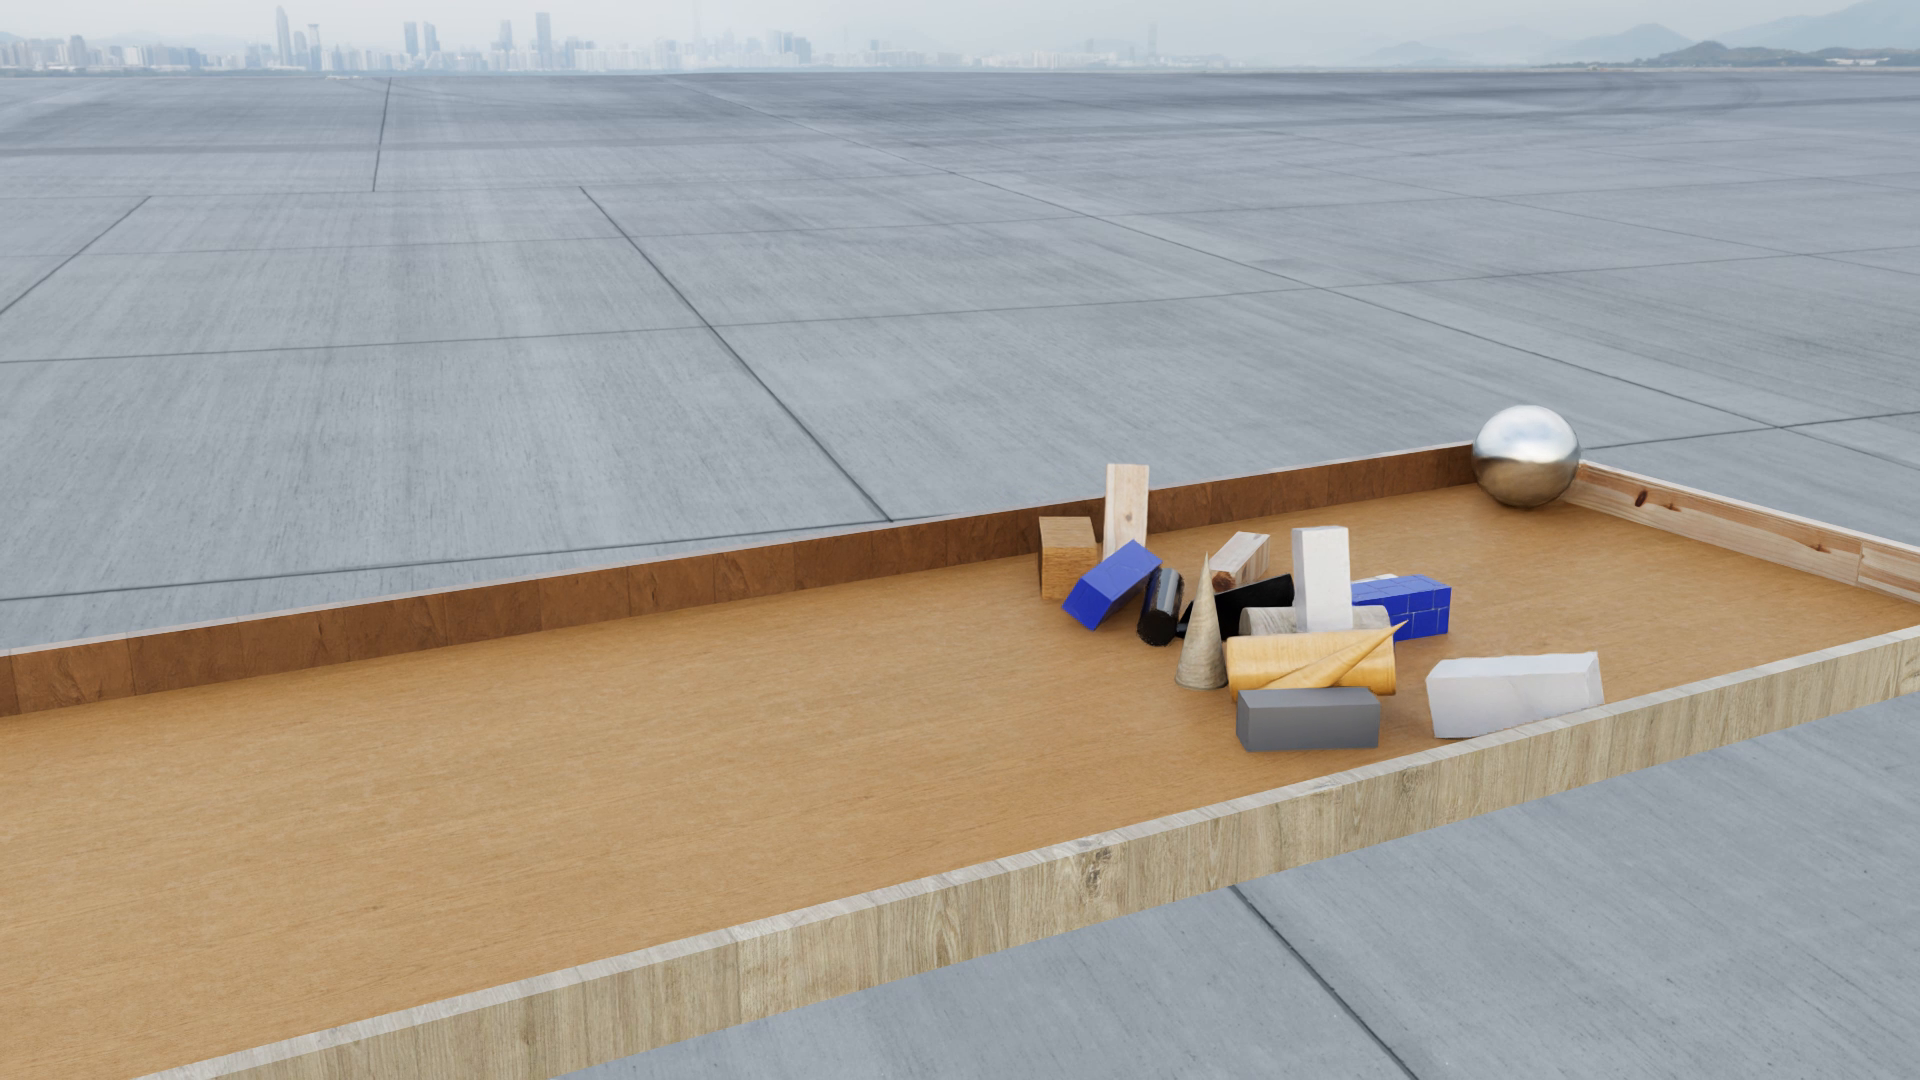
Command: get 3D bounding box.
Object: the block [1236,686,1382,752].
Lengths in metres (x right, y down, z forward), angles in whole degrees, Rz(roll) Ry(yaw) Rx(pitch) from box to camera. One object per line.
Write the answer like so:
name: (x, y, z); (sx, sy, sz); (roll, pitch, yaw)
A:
block: (0.794, 0.410, 3.769); (0.301, 0.108, 0.108); (-1, 16, -4)

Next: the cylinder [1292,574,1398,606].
cylinder: (1.083, 0.170, 4.591); (0.329, 0.104, 0.104); (-10, 19, -30)

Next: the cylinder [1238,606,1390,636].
cylinder: (0.908, 0.249, 4.233); (0.356, 0.156, 0.156); (-1, 16, -3)

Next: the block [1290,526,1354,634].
block: (0.901, 0.161, 4.091); (0.112, 0.382, 0.112); (-4, 4, -2)

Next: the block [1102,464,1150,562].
block: (0.500, -0.061, 4.950); (0.124, 0.322, 0.124); (2, -3, 8)

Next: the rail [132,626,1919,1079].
rail: (-2.336, 1.006, 1.665); (12.000, 0.150, 0.050); (-9, 18, -27)

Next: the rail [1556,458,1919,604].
rail: (2.466, -0.048, 5.253); (0.050, 0.150, 2.100); (-9, 18, -27)

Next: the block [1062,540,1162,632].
block: (0.435, 0.124, 4.668); (0.109, 0.109, 0.413); (37, 28, 13)

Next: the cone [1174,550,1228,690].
cone: (0.606, 0.190, 4.099); (0.135, 0.344, 0.135); (0, 16, 0)

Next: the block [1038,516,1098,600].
block: (0.317, 0.050, 4.908); (0.156, 0.156, 0.327); (0, 16, 1)

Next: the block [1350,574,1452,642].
block: (1.152, 0.192, 4.469); (0.327, 0.131, 0.131); (-7, 18, -22)

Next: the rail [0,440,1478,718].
rail: (-3.305, 0.497, 3.399); (12.000, 0.150, 0.050); (-9, 18, -27)

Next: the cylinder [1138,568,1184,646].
cylinder: (0.557, 0.182, 4.553); (0.103, 0.103, 0.380); (3, 17, 10)

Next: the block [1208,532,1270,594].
block: (0.820, 0.081, 4.899); (0.101, 0.101, 0.417); (7, 18, 23)

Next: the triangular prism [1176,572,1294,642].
triangular prism: (0.772, 0.181, 4.532); (0.395, 0.111, 0.128); (-13, 20, -37)

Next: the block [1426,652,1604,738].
block: (1.264, 0.354, 3.758); (0.351, 0.144, 0.144); (-6, 11, 32)

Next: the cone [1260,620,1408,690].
cone: (0.881, 0.285, 3.816); (0.381, 0.104, 0.104); (-36, 5, 20)

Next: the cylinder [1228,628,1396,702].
cylinder: (0.843, 0.301, 3.962); (0.384, 0.160, 0.160); (-4, 15, 13)

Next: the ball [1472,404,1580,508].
ball: (1.959, -0.291, 5.711); (0.358, 0.358, 0.358); (0, 16, 0)
